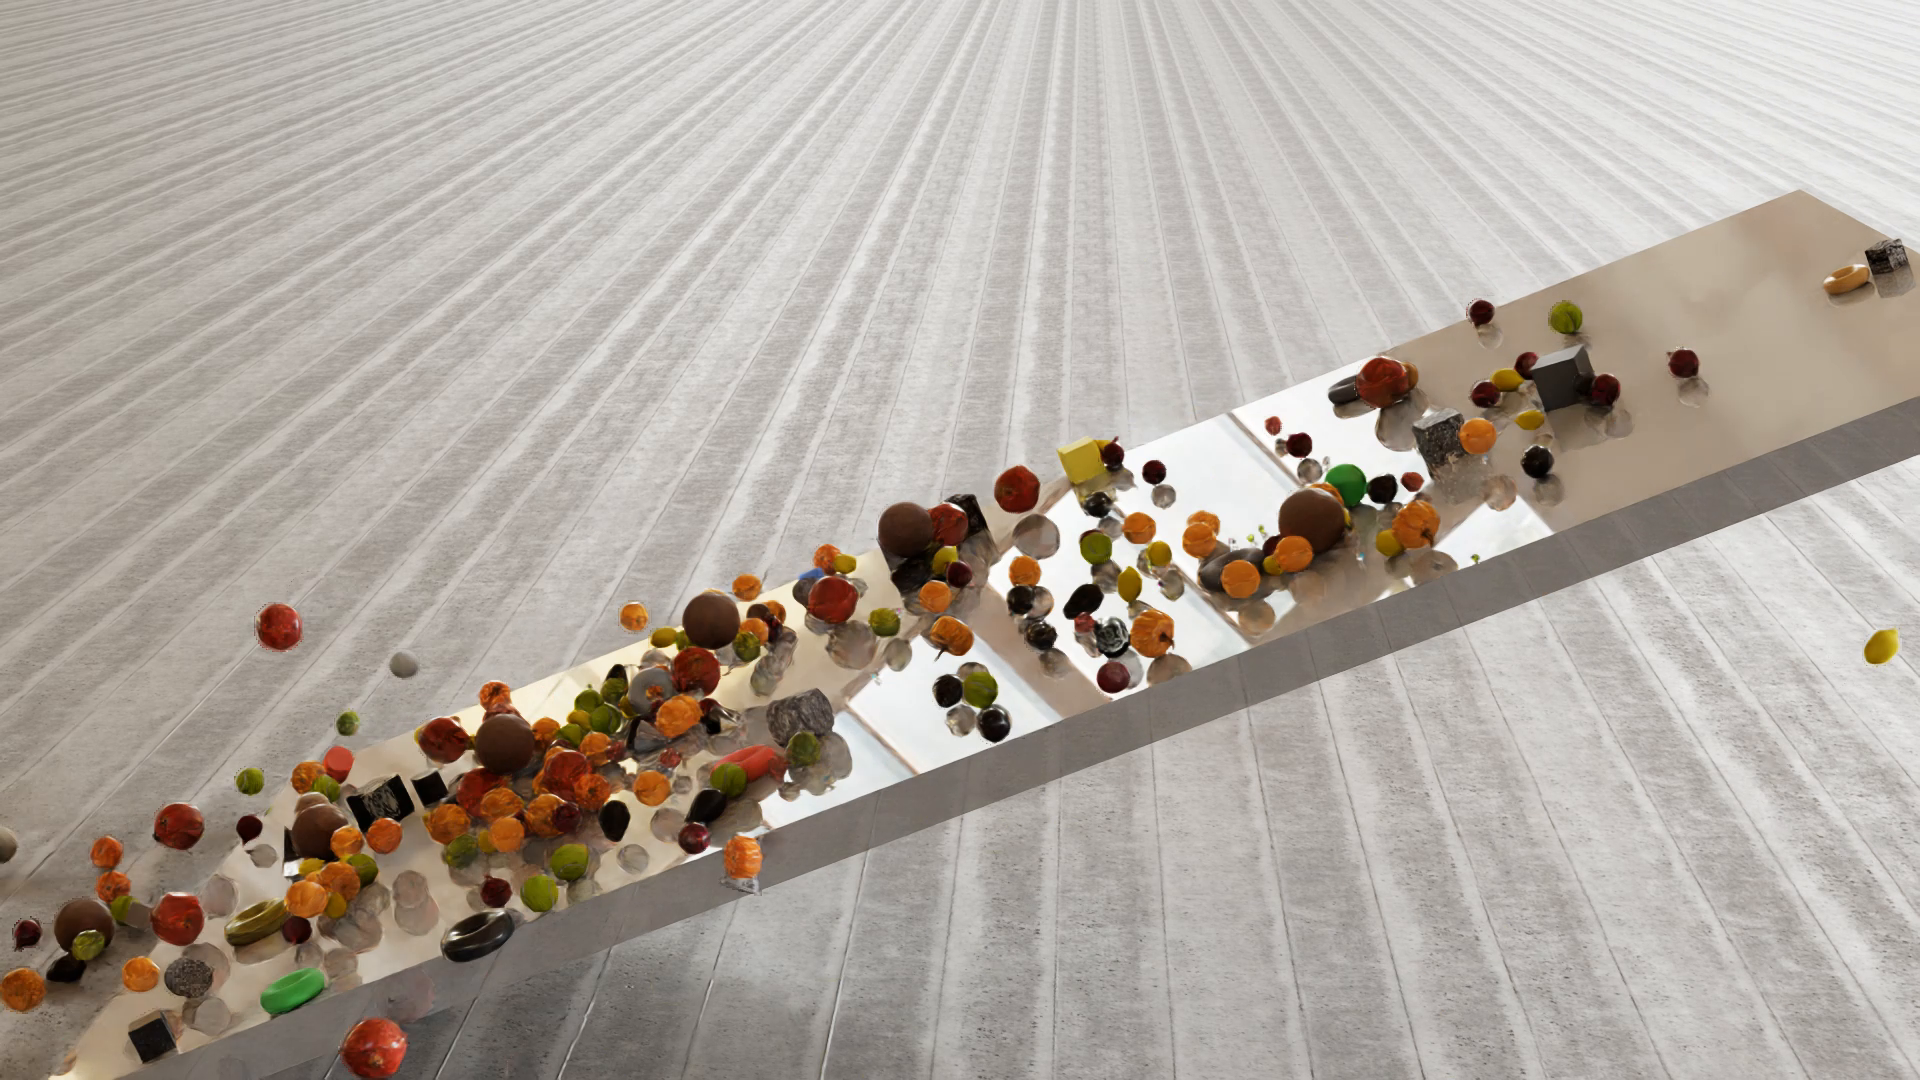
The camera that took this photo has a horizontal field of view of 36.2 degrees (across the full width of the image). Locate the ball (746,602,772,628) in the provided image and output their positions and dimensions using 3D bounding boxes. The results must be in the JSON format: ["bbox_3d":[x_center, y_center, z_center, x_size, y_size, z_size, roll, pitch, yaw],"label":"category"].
[{"bbox_3d":[-0.469,0.174,6.840,0.058,0.058,0.058,0,14,0],"label":"ball"}]

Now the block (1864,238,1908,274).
[{"bbox_3d":[1.877,-0.574,5.959,0.053,0.053,0.053,-30,14,-30],"label":"block"}]

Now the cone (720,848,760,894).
[{"bbox_3d":[-0.388,0.593,5.336,0.077,0.077,0.077,16,-5,2],"label":"cone"}]

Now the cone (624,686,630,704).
[{"bbox_3d":[-0.734,0.360,6.748,0.051,0.051,0.051,19,22,31],"label":"cone"}]

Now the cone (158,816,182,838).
[{"bbox_3d":[-1.936,0.715,7.204,0.057,0.057,0.057,-4,34,-14],"label":"cone"}]

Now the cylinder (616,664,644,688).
[{"bbox_3d":[-0.773,0.320,6.897,0.057,0.057,0.057,-6,0,-21],"label":"cylinder"}]

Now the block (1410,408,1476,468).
[{"bbox_3d":[0.974,-0.207,5.939,0.086,0.086,0.086,-24,12,-4],"label":"block"}]

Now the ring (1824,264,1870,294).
[{"bbox_3d":[1.795,-0.528,5.957,0.095,0.032,0.095,-25,14,7],"label":"ring"}]

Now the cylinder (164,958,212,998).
[{"bbox_3d":[-1.538,0.873,5.860,0.074,0.074,0.074,-9,0,-32],"label":"cylinder"}]

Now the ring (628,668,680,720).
[{"bbox_3d":[-0.676,0.341,6.507,0.116,0.116,0.039,0,-14,-2],"label":"ring"}]

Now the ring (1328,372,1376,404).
[{"bbox_3d":[0.905,-0.350,6.790,0.120,0.040,0.120,-23,12,5],"label":"ring"}]

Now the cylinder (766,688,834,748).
[{"bbox_3d":[-0.317,0.354,5.845,0.096,0.096,0.096,-17,6,25],"label":"cylinder"}]

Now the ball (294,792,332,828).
[{"bbox_3d":[-1.507,0.628,6.854,0.083,0.083,0.083,0,14,0],"label":"ball"}]

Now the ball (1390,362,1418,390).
[{"bbox_3d":[1.002,-0.369,6.635,0.066,0.066,0.066,0,14,0],"label":"ball"}]

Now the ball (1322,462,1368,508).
[{"bbox_3d":[0.771,-0.110,5.884,0.089,0.089,0.089,0,14,0],"label":"ball"}]

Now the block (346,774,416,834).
[{"bbox_3d":[-1.303,0.593,6.616,0.091,0.091,0.091,-13,15,39],"label":"block"}]

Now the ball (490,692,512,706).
[{"bbox_3d":[-1.127,0.399,7.228,0.050,0.050,0.050,0,14,0],"label":"ball"}]

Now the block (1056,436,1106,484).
[{"bbox_3d":[0.295,-0.193,7.122,0.081,0.081,0.081,-25,12,-8],"label":"block"}]

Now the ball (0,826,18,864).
[{"bbox_3d":[-2.324,0.737,7.100,0.094,0.094,0.094,0,14,0],"label":"ball"}]

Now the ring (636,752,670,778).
[{"bbox_3d":[-0.637,0.467,6.105,0.077,0.026,0.077,-22,16,7],"label":"ring"}]

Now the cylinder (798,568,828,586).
[{"bbox_3d":[-0.355,0.098,7.120,0.052,0.052,0.052,-20,10,12],"label":"cylinder"}]

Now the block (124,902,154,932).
[{"bbox_3d":[-1.869,0.858,6.700,0.051,0.051,0.051,23,-14,-9],"label":"block"}]

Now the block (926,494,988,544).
[{"bbox_3d":[-0.007,-0.051,7.038,0.089,0.089,0.089,-30,14,-29],"label":"block"}]

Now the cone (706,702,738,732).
[{"bbox_3d":[-0.488,0.385,6.179,0.067,0.067,0.067,24,22,20],"label":"cone"}]

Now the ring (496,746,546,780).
[{"bbox_3d":[-0.980,0.498,6.563,0.121,0.040,0.121,-21,13,5],"label":"ring"}]

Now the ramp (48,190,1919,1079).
[{"bbox_3d":[0.125,0.173,6.289,4.000,0.100,2.000,-21,12,7],"label":"ramp"}]

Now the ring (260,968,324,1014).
[{"bbox_3d":[-1.259,0.850,5.548,0.128,0.043,0.128,-21,11,4],"label":"ring"}]

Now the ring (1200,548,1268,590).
[{"bbox_3d":[0.532,0.057,5.703,0.139,0.046,0.139,-21,13,5],"label":"ring"}]

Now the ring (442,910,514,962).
[{"bbox_3d":[-0.886,0.727,5.404,0.143,0.048,0.143,-20,15,6],"label":"ring"}]

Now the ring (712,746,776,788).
[{"bbox_3d":[-0.425,0.445,5.774,0.135,0.045,0.135,-21,12,5],"label":"ring"}]

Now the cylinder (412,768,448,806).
[{"bbox_3d":[-1.199,0.557,6.650,0.063,0.063,0.063,-22,12,5],"label":"cylinder"}]

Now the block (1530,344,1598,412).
[{"bbox_3d":[1.230,-0.329,5.983,0.094,0.094,0.094,-16,14,29],"label":"block"}]

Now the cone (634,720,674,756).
[{"bbox_3d":[-0.646,0.426,6.280,0.075,0.075,0.075,4,15,14],"label":"cone"}]

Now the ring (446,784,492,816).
[{"bbox_3d":[-1.075,0.570,6.435,0.109,0.036,0.109,-21,14,5],"label":"ring"}]

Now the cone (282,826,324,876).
[{"bbox_3d":[-1.481,0.681,6.543,0.100,0.100,0.100,-22,12,5],"label":"cone"}]

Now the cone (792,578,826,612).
[{"bbox_3d":[-0.353,0.146,6.944,0.082,0.082,0.082,-2,39,-8],"label":"cone"}]

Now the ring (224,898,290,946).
[{"bbox_3d":[-1.465,0.797,6.135,0.148,0.049,0.148,-23,13,5],"label":"ring"}]

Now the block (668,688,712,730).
[{"bbox_3d":[-0.584,0.365,6.370,0.059,0.059,0.059,-17,14,26],"label":"block"}]

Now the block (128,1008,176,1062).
[{"bbox_3d":[-1.538,0.943,5.597,0.066,0.066,0.066,-25,12,-12],"label":"block"}]

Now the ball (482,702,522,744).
[{"bbox_3d":[-1.072,0.429,6.892,0.095,0.095,0.095,0,14,0],"label":"ball"}]

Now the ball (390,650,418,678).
[{"bbox_3d":[-1.350,0.301,7.138,0.070,0.070,0.070,0,14,0],"label":"ball"}]

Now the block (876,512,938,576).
[{"bbox_3d":[-0.124,0.009,6.969,0.100,0.100,0.100,-19,13,17],"label":"block"}]

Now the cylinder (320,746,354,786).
[{"bbox_3d":[-1.518,0.550,7.163,0.069,0.069,0.069,13,51,-17],"label":"cylinder"}]

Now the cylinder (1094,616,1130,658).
[{"bbox_3d":[0.287,0.183,5.552,0.065,0.065,0.065,0,12,-2],"label":"cylinder"}]
